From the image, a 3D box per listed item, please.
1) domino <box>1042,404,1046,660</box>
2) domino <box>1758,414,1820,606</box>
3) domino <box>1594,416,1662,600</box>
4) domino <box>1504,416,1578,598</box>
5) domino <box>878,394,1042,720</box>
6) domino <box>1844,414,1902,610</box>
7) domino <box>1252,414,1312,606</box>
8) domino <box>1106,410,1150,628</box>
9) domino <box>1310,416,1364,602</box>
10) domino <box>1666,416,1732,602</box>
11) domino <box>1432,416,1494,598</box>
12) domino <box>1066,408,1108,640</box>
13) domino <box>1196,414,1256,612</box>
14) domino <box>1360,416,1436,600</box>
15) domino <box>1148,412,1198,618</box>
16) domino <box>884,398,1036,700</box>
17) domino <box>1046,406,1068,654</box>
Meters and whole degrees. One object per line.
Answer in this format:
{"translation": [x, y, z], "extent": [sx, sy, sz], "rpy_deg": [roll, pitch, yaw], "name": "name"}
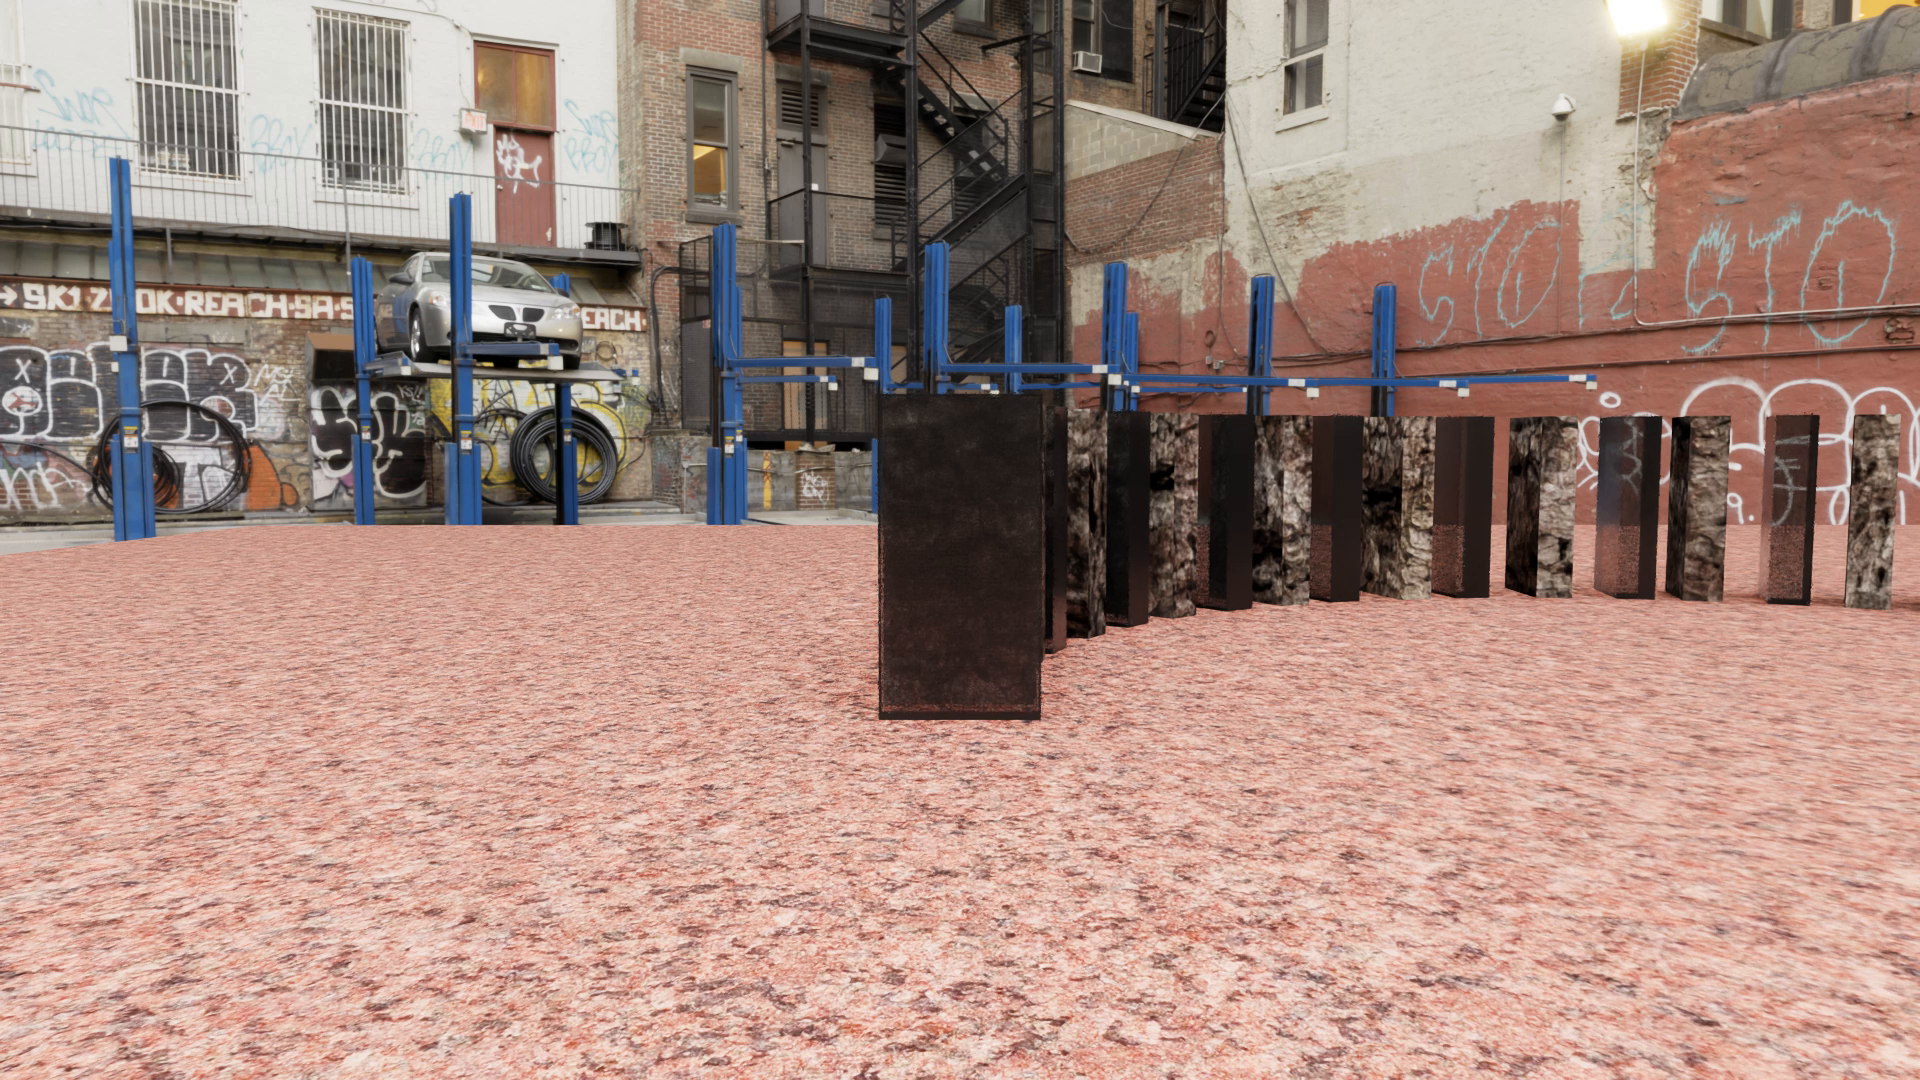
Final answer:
{"translation": [0.004, -0.001, 0.251], "extent": [0.025, 0.050, 0.009], "rpy_deg": [1, 4, 13], "name": "domino"}
{"translation": [0.225, -0.009, 0.349], "extent": [0.009, 0.050, 0.025], "rpy_deg": [2, 5, 27], "name": "domino"}
{"translation": [0.188, -0.010, 0.362], "extent": [0.010, 0.050, 0.025], "rpy_deg": [1, 4, 13], "name": "domino"}
{"translation": [0.165, -0.010, 0.365], "extent": [0.009, 0.050, 0.025], "rpy_deg": [0, 4, 4], "name": "domino"}
{"translation": [0.000, 0.002, 0.201], "extent": [0.025, 0.050, 0.009], "rpy_deg": [0, 4, 0], "name": "domino"}
{"translation": [0.241, -0.008, 0.339], "extent": [0.009, 0.050, 0.025], "rpy_deg": [3, 5, 34], "name": "domino"}
{"translation": [0.083, -0.009, 0.348], "extent": [0.009, 0.050, 0.025], "rpy_deg": [-2, 5, -27], "name": "domino"}
{"translation": [0.032, -0.005, 0.307], "extent": [0.025, 0.050, 0.009], "rpy_deg": [3, 5, 38], "name": "domino"}
{"translation": [0.099, -0.009, 0.356], "extent": [0.009, 0.050, 0.025], "rpy_deg": [-2, 5, -20], "name": "domino"}
{"translation": [0.205, -0.009, 0.357], "extent": [0.009, 0.050, 0.025], "rpy_deg": [1, 5, 19], "name": "domino"}
{"translation": [0.140, -0.010, 0.365], "extent": [0.010, 0.050, 0.025], "rpy_deg": [0, 4, -5], "name": "domino"}
{"translation": [0.019, -0.004, 0.288], "extent": [0.025, 0.050, 0.009], "rpy_deg": [3, 5, 30], "name": "domino"}
{"translation": [0.064, -0.008, 0.337], "extent": [0.009, 0.050, 0.025], "rpy_deg": [-3, 5, -35], "name": "domino"}
{"translation": [0.122, -0.010, 0.362], "extent": [0.009, 0.050, 0.025], "rpy_deg": [-1, 4, -12], "name": "domino"}
{"translation": [0.047, -0.007, 0.323], "extent": [0.009, 0.050, 0.025], "rpy_deg": [-4, 6, -43], "name": "domino"}
{"translation": [0.000, 0.001, 0.216], "extent": [0.025, 0.050, 0.009], "rpy_deg": [0, 4, 1], "name": "domino"}
{"translation": [0.009, -0.002, 0.267], "extent": [0.025, 0.050, 0.009], "rpy_deg": [2, 5, 22], "name": "domino"}
